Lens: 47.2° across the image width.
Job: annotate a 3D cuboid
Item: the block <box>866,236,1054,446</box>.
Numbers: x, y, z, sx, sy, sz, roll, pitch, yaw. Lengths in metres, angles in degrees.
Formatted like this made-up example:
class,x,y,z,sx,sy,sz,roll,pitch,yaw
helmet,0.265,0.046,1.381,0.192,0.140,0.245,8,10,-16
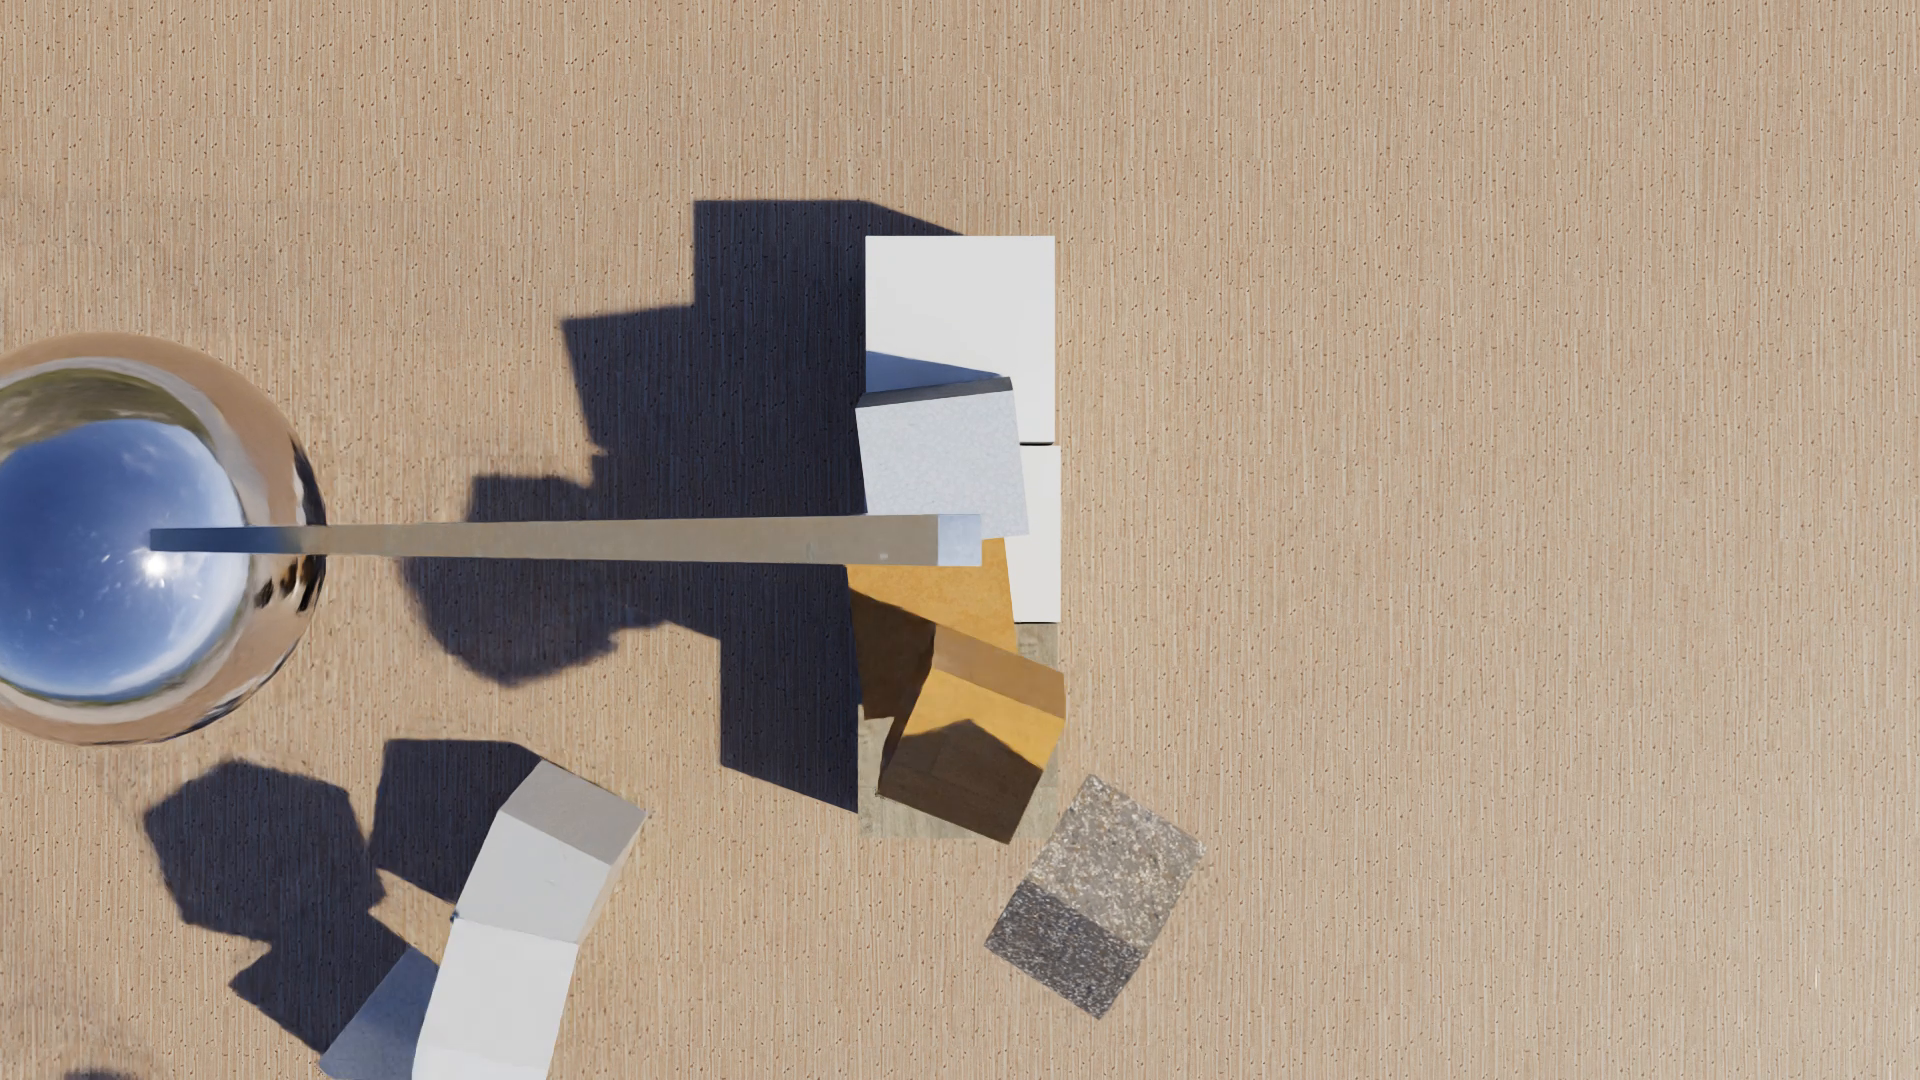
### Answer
class,x,y,z,sx,sy,sz,roll,pitch,yaw
block,0.002,-1.084,12.420,1.018,1.160,1.107,0,90,0

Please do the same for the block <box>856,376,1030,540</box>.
class,x,y,z,sx,sy,sz,roll,pitch,yaw
block,-0.086,-0.408,11.445,0.797,0.818,0.733,-7,99,1

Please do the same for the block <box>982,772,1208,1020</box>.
class,x,y,z,sx,sy,sz,roll,pitch,yaw
block,0.582,1.534,9.478,0.596,0.597,0.655,32,49,6

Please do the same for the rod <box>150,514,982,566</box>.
class,x,y,z,sx,sy,sz,roll,pitch,yaw
rod,-1.410,0.000,5.588,0.080,5.200,0.080,0,90,-33

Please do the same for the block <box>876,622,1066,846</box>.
class,x,y,z,sx,sy,sz,roll,pitch,yaw
block,0.057,0.910,10.422,0.667,0.628,0.677,22,106,-5

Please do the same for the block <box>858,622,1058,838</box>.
class,x,y,z,sx,sy,sz,roll,pitch,yaw
block,-0.012,1.047,12.532,1.095,0.936,1.175,0,90,0

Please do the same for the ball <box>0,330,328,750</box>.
class,x,y,z,sx,sy,sz,roll,pitch,yaw
ball,-3.253,0.000,8.444,1.600,1.600,1.600,0,90,0

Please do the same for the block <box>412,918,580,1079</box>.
class,x,y,z,sx,sy,sz,roll,pitch,yaw
block,-2.361,2.479,11.099,0.636,0.740,0.718,14,133,-7

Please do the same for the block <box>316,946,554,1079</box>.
class,x,y,z,sx,sy,sz,roll,pitch,yaw
block,-2.946,2.922,12.389,0.649,0.813,0.808,25,70,36

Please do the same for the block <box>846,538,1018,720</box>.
class,x,y,z,sx,sy,sz,roll,pitch,yaw
block,-0.133,0.441,11.661,0.819,0.807,0.873,-7,90,0

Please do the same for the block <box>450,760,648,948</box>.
class,x,y,z,sx,sy,sz,roll,pitch,yaw
block,-2.331,1.856,12.528,0.692,0.739,0.771,27,108,0

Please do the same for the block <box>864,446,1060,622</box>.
class,x,y,z,sx,sy,sz,roll,pitch,yaw
block,0.014,-0.034,12.535,1.078,0.929,0.967,0,90,0
